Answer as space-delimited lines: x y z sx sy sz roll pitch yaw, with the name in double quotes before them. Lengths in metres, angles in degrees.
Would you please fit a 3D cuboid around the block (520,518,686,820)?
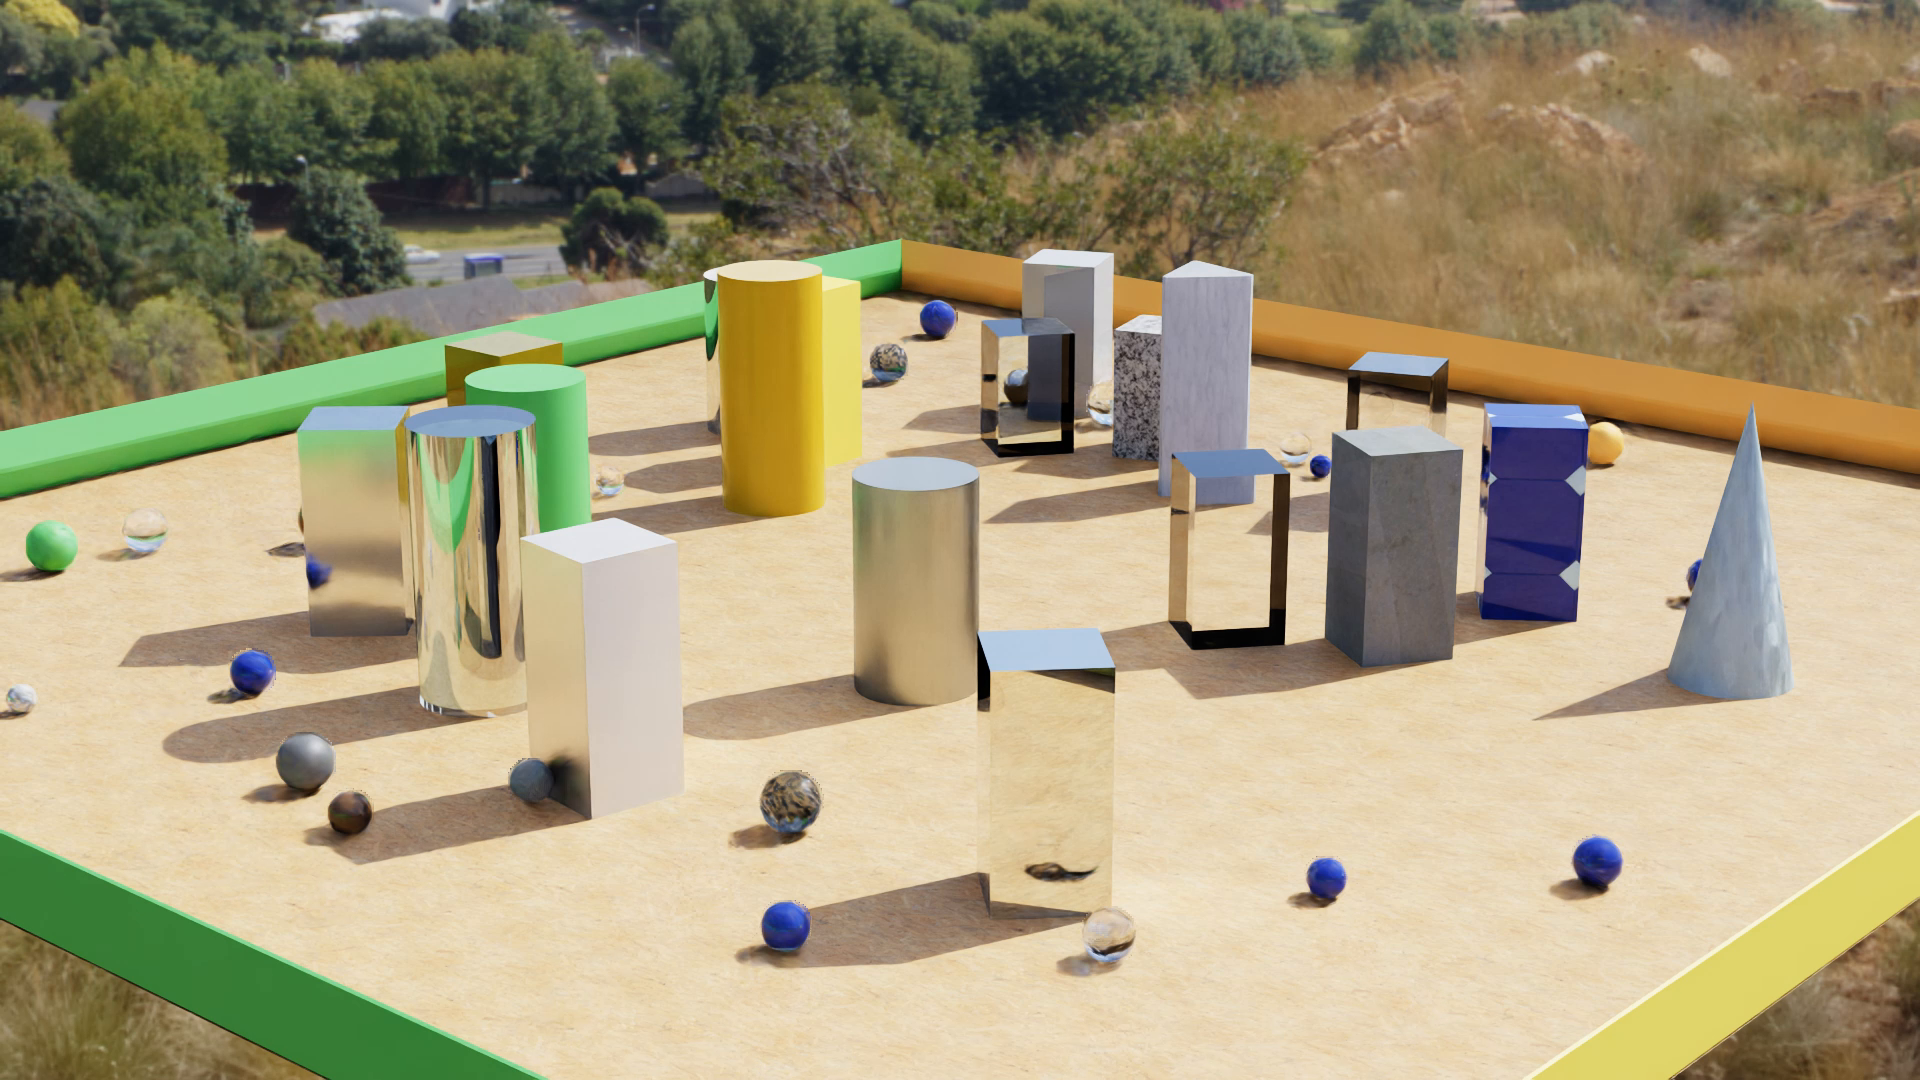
"block" -0.510 0.182 4.195 0.160 0.380 0.160 -14 21 -38

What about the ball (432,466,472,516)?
"ball" -0.959 -0.094 5.600 0.097 0.097 0.097 0 17 0

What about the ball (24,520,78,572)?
"ball" -1.629 0.011 5.259 0.092 0.092 0.092 0 17 0

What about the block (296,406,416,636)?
"block" -1.011 -0.032 4.944 0.160 0.358 0.160 0 17 -2

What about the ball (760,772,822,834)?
"ball" -0.236 0.366 4.091 0.086 0.086 0.086 0 17 0

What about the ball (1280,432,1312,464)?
"ball" 0.684 -0.188 5.971 0.063 0.063 0.063 0 17 0

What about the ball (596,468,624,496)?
"ball" -0.685 -0.115 5.743 0.055 0.055 0.055 0 17 0

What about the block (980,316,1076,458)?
"block" 0.139 -0.317 6.072 0.160 0.253 0.160 -4 17 -12

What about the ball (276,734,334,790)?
"ball" -0.948 0.322 4.245 0.083 0.083 0.083 0 17 0

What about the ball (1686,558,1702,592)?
"ball" 1.303 0.068 5.094 0.079 0.079 0.079 0 17 0

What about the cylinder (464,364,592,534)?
"cylinder" -0.724 -0.068 4.946 0.200 0.424 0.200 0 17 0

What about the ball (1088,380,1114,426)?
"ball" 0.321 -0.293 6.263 0.096 0.096 0.096 0 17 0

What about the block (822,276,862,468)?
"block" -0.313 -0.342 5.960 0.160 0.365 0.160 12 21 35

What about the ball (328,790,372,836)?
"ball" -0.850 0.380 4.086 0.061 0.061 0.061 0 17 0

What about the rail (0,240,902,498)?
"rail" -1.356 -0.307 6.247 0.045 0.130 3.725 14 22 39

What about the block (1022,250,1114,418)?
"block" 0.234 -0.451 6.380 0.160 0.331 0.160 5 18 17

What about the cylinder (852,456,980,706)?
"cylinder" -0.069 0.064 4.636 0.200 0.351 0.200 0 17 0

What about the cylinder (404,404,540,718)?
"cylinder" -0.753 0.032 4.571 0.200 0.449 0.200 0 17 0

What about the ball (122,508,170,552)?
"ball" -1.492 -0.019 5.374 0.083 0.083 0.083 0 17 0

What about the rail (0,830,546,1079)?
"rail" -1.205 0.433 3.790 3.639 0.130 0.045 14 22 39

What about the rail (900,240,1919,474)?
"rail" 1.205 -0.368 6.449 3.639 0.130 0.045 14 22 39

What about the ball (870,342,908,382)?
"ball" -0.161 -0.402 6.638 0.088 0.088 0.088 0 17 0

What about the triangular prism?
"triangular prism" 0.469 -0.319 5.757 0.173 0.437 0.150 -2 17 -5

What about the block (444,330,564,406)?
"block" -0.881 -0.233 5.701 0.160 0.305 0.160 14 21 38

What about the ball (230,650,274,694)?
"ball" -1.121 0.209 4.642 0.068 0.068 0.068 0 17 0

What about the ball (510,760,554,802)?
"ball" -0.612 0.344 4.191 0.062 0.062 0.062 0 17 0

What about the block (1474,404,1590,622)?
"block" 0.978 -0.048 5.027 0.160 0.340 0.160 1 17 5

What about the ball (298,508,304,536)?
"ball" -1.172 -0.036 5.407 0.098 0.098 0.098 0 17 0

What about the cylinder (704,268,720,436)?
"cylinder" -0.439 -0.401 6.212 0.200 0.332 0.200 0 17 0

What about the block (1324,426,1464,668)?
"block" 0.709 0.009 4.810 0.160 0.356 0.160 -5 17 -15

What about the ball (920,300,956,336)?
"ball" -0.055 -0.534 7.078 0.088 0.088 0.088 0 17 0

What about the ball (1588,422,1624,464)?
"ball" 1.308 -0.197 5.965 0.085 0.085 0.085 0 17 0

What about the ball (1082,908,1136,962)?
"ball" 0.187 0.497 3.688 0.068 0.068 0.068 0 17 0

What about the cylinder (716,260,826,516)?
"cylinder" -0.361 -0.292 5.632 0.200 0.458 0.200 0 17 0

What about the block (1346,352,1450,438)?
"block" 0.843 -0.208 5.672 0.160 0.274 0.160 6 18 20

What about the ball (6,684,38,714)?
"ball" -1.458 0.247 4.557 0.046 0.046 0.046 0 17 0

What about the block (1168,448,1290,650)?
"block" 0.448 0.014 4.896 0.160 0.296 0.160 -3 17 -10

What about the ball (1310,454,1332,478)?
"ball" 0.722 -0.148 5.864 0.047 0.047 0.047 0 17 0

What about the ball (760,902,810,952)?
"ball" -0.222 0.490 3.719 0.063 0.063 0.063 0 17 0

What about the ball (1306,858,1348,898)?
"ball" 0.485 0.447 3.877 0.055 0.055 0.055 0 17 0

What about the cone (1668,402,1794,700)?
"cone" 1.239 0.002 4.650 0.200 0.462 0.200 0 17 0

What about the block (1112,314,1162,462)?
"block" 0.419 -0.311 6.027 0.160 0.266 0.160 7 18 22

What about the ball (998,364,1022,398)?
"ball" 0.121 -0.351 6.487 0.078 0.078 0.078 0 17 0

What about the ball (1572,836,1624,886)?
"ball" 0.851 0.430 3.914 0.067 0.067 0.067 0 17 0

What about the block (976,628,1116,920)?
"block" 0.110 0.305 3.847 0.160 0.343 0.160 -2 17 -5

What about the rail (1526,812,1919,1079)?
"rail" 1.356 0.372 3.992 0.045 0.130 3.725 14 22 39
